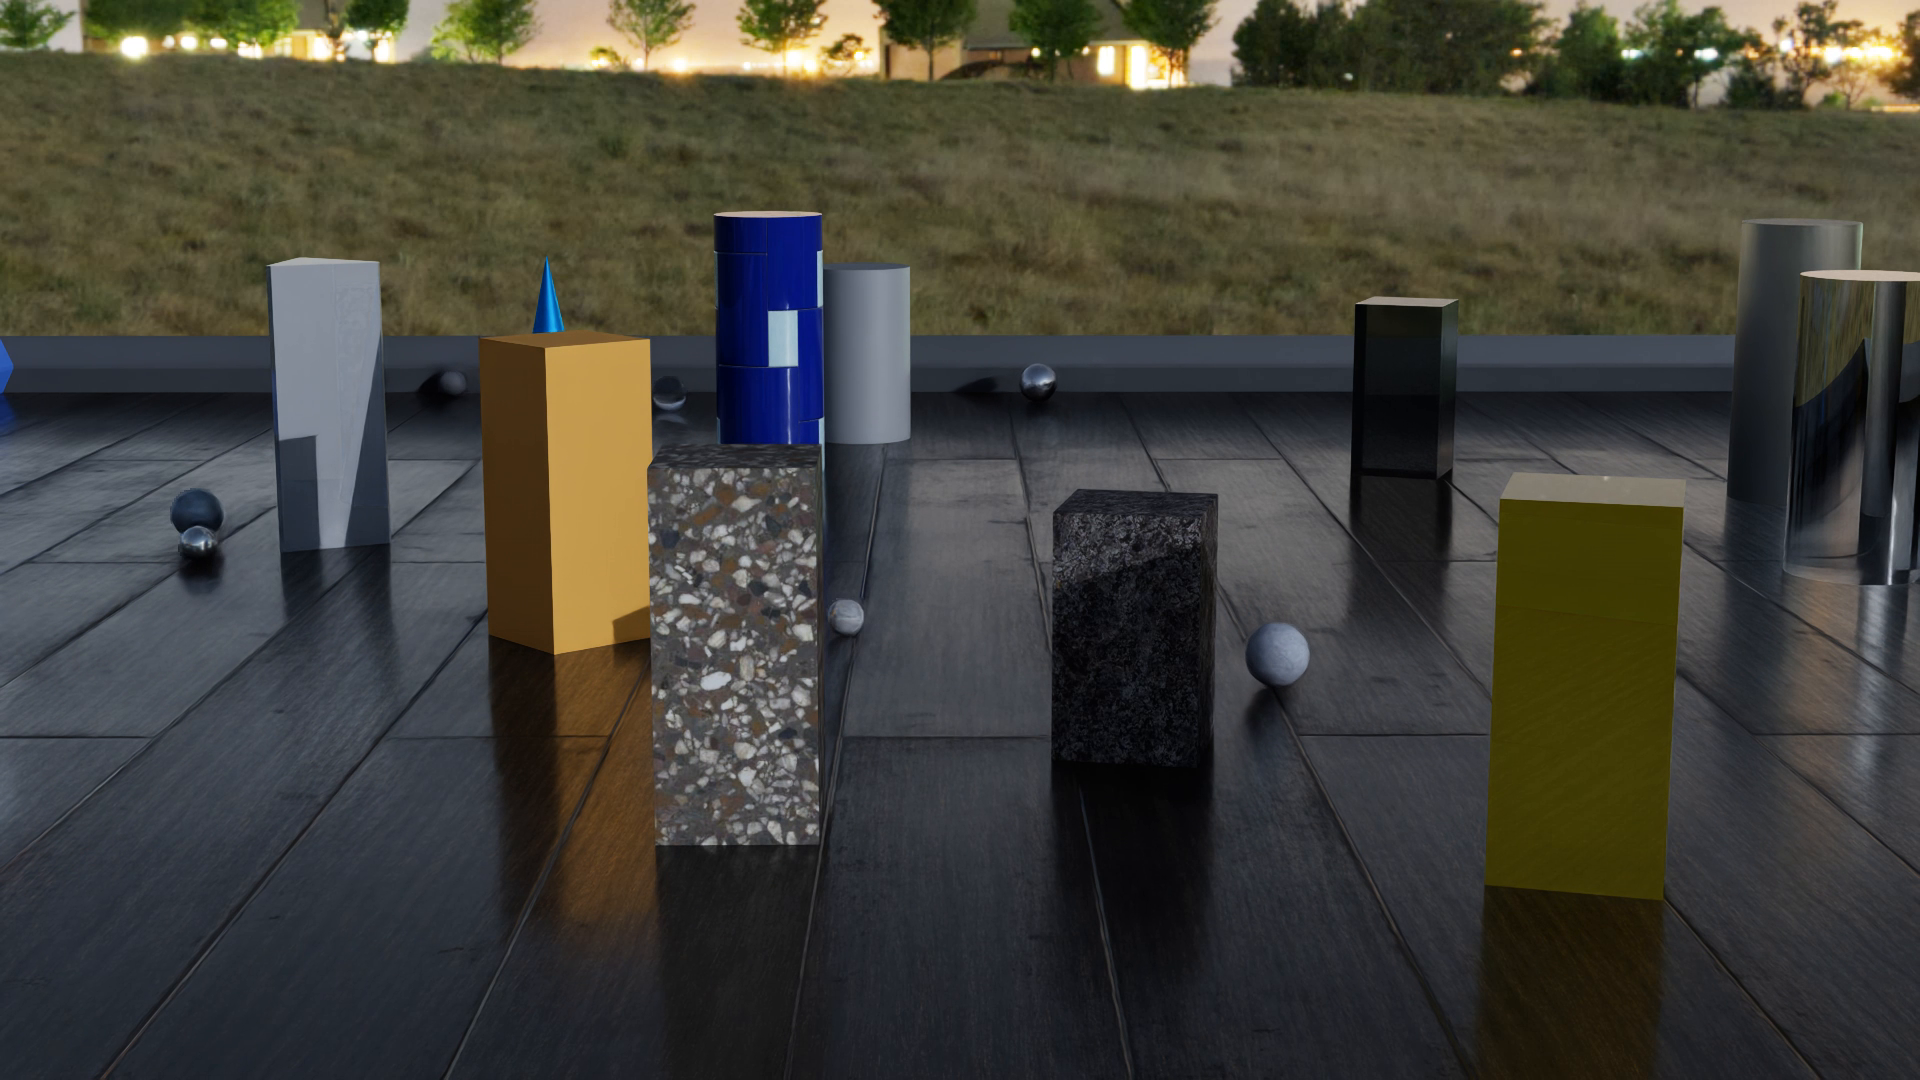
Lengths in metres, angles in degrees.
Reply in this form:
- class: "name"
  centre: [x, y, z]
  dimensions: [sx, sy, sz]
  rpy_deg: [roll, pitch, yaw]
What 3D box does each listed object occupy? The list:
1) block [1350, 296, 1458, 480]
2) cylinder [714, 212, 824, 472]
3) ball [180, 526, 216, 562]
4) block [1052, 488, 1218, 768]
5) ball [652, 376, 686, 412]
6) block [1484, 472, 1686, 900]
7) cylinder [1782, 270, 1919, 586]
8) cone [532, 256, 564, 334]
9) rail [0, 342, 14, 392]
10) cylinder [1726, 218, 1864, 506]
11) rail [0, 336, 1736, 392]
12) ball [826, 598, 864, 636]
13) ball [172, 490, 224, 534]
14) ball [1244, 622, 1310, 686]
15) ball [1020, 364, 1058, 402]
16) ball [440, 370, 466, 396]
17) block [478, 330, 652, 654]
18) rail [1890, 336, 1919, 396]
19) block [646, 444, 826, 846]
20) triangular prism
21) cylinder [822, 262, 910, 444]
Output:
- class: "block"
  centre: [0.800, -0.276, 4.616]
  dimensions: [0.155, 0.307, 0.155]
  rpy_deg: [4, 11, 21]
- class: "cylinder"
  centre: [-0.342, -0.352, 4.604]
  dimensions: [0.193, 0.462, 0.193]
  rpy_deg: [0, 11, 0]
- class: "ball"
  centre: [-1.127, 0.006, 3.794]
  dimensions: [0.053, 0.053, 0.053]
  rpy_deg: [0, 11, 0]
- class: "block"
  centre: [0.189, 0.091, 2.753]
  dimensions: [0.155, 0.266, 0.155]
  rpy_deg: [2, 11, 12]
- class: "ball"
  centre: [-0.615, -0.308, 5.431]
  dimensions: [0.073, 0.073, 0.073]
  rpy_deg: [0, 11, 0]
- class: "block"
  centre: [0.567, 0.127, 2.324]
  dimensions: [0.155, 0.352, 0.155]
  rpy_deg: [3, 11, 16]
- class: "cylinder"
  centre: [1.295, -0.165, 3.683]
  dimensions: [0.193, 0.429, 0.193]
  rpy_deg: [0, 11, 0]
- class: "cone"
  centre: [-0.573, -0.167, 3.597]
  dimensions: [0.193, 0.465, 0.193]
  rpy_deg: [0, 11, 0]
- class: "rail"
  centre: [-2.110, 0.035, 3.437]
  dimensions: [0.045, 0.126, 4.684]
  rpy_deg: [0, 11, 0]
- class: "cylinder"
  centre: [1.405, -0.302, 4.322]
  dimensions: [0.193, 0.465, 0.193]
  rpy_deg: [0, 11, 0]
- class: "rail"
  centre: [-0.013, -0.391, 5.728]
  dimensions: [4.268, 0.126, 0.045]
  rpy_deg: [0, 11, 0]
- class: "ball"
  centre: [-0.148, 0.099, 3.306]
  dimensions: [0.048, 0.048, 0.048]
  rpy_deg: [0, 11, 0]
- class: "ball"
  centre: [-1.179, -0.039, 3.969]
  dimensions: [0.077, 0.077, 0.077]
  rpy_deg: [0, 11, 0]
- class: "ball"
  centre: [0.375, 0.136, 3.034]
  dimensions: [0.076, 0.076, 0.076]
  rpy_deg: [0, 11, 0]
- class: "ball"
  centre: [0.171, -0.344, 5.595]
  dimensions: [0.083, 0.083, 0.083]
  rpy_deg: [0, 11, 0]
- class: "ball"
  centre: [-1.123, -0.348, 5.681]
  dimensions: [0.059, 0.059, 0.059]
  rpy_deg: [0, 11, 0]
- class: "block"
  centre: [-0.500, -0.066, 3.274]
  dimensions: [0.155, 0.384, 0.155]
  rpy_deg: [-9, 14, -41]
- class: "rail"
  centre: [2.110, 0.030, 3.461]
  dimensions: [0.045, 0.126, 4.684]
  rpy_deg: [0, 11, 0]
- class: "block"
  centre: [-0.211, 0.097, 2.466]
  dimensions: [0.155, 0.360, 0.155]
  rpy_deg: [0, 11, -1]
- class: "triangular prism"
  centre: [-0.984, -0.213, 3.937]
  dimensions: [0.167, 0.431, 0.145]
  rpy_deg: [-5, 12, -27]
- class: "cylinder"
  centre: [-0.194, -0.369, 5.037]
  dimensions: [0.193, 0.336, 0.193]
  rpy_deg: [0, 11, 0]
